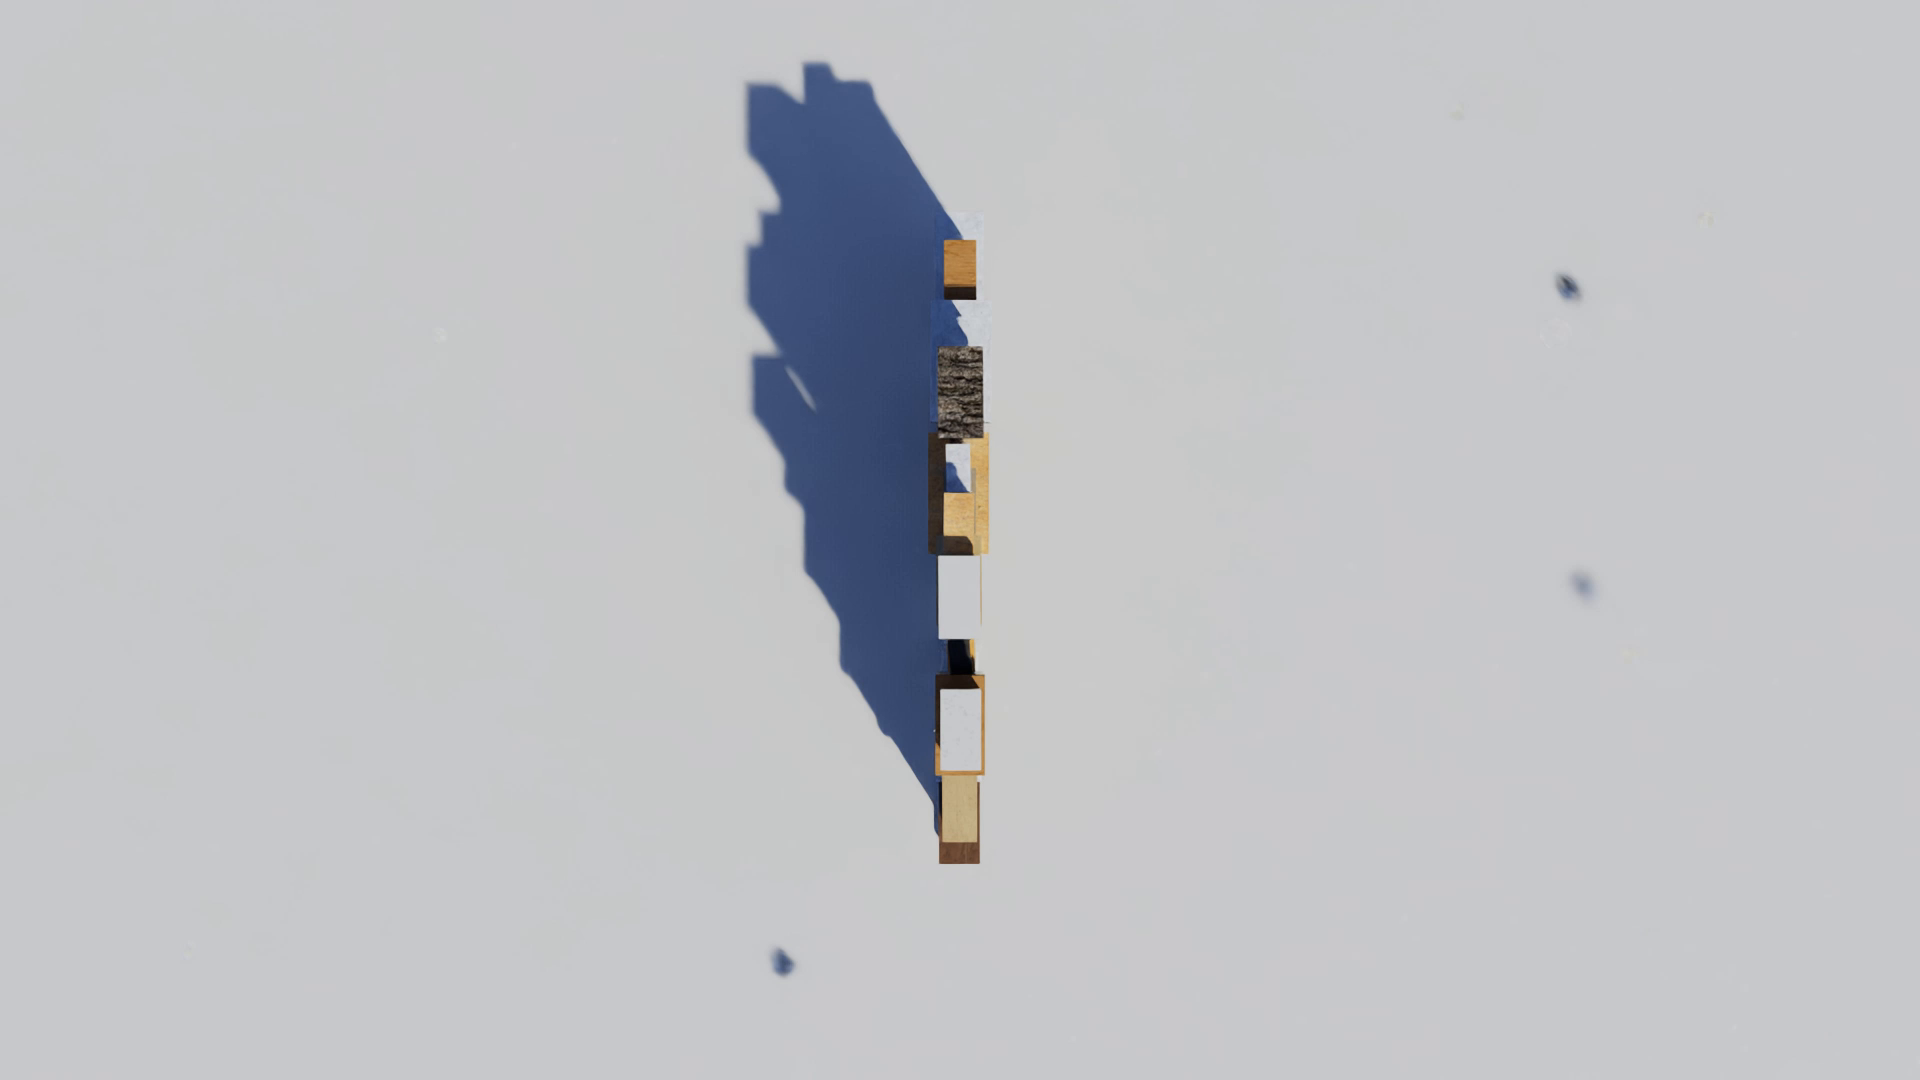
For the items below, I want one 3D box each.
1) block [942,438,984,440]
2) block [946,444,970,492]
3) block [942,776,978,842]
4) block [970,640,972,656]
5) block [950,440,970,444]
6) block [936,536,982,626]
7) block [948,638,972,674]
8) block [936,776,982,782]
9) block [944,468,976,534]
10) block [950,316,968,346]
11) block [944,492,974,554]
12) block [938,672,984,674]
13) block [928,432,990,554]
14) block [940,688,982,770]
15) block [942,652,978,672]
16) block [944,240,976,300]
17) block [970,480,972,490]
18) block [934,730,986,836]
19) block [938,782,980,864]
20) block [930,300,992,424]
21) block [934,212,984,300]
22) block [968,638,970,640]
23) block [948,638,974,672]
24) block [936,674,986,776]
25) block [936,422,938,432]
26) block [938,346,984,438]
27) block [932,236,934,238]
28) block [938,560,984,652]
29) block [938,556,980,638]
[{"bbox_3d":[0.006,-0.301,4.463,0.117,0.357,0.033,0,90,1],"label":"block"},{"bbox_3d":[-0.005,-0.192,4.425,0.065,0.018,0.131,-1,90,0],"label":"block"},{"bbox_3d":[-0.001,0.746,4.615,0.097,0.028,0.194,0,90,0],"label":"block"},{"bbox_3d":[0.001,0.302,4.790,0.063,0.018,0.127,-3,90,0],"label":"block"},{"bbox_3d":[0.001,-0.261,4.650,0.057,0.016,0.114,3,90,1],"label":"block"},{"bbox_3d":[-0.003,0.110,4.508,0.123,0.035,0.247,0,90,0],"label":"block"},{"bbox_3d":[0.000,0.322,4.651,0.061,0.017,0.122,-7,90,0],"label":"block"},{"bbox_3d":[-0.003,0.574,4.842,0.134,0.038,0.268,0,90,0],"label":"block"},{"bbox_3d":[-0.001,-0.109,4.578,0.091,0.026,0.182,0,90,0],"label":"block"},{"bbox_3d":[-0.002,-0.550,4.419,0.047,0.013,0.095,0,90,0],"label":"block"},{"bbox_3d":[-0.002,-0.043,4.321,0.079,0.022,0.158,1,90,0],"label":"block"},{"bbox_3d":[0.001,0.416,4.769,0.136,0.438,0.039,0,90,0],"label":"block"},{"bbox_3d":[-0.004,-0.135,4.797,0.176,0.050,0.352,0,90,0],"label":"block"},{"bbox_3d":[0.002,0.492,4.287,0.105,0.030,0.210,0,90,0],"label":"block"},{"bbox_3d":[-0.001,0.473,5.246,0.119,0.034,0.238,0,90,0],"label":"block"},{"bbox_3d":[0.001,-0.744,4.599,0.090,0.026,0.181,0,90,0],"label":"block"},{"bbox_3d":[-0.002,-0.149,4.500,0.065,0.131,0.018,0,90,0],"label":"block"},{"bbox_3d":[-0.001,0.759,5.152,0.162,0.046,0.325,0,90,0],"label":"block"},{"bbox_3d":[-0.002,0.833,4.871,0.121,0.034,0.241,0,90,0],"label":"block"},{"bbox_3d":[0.003,-0.491,4.543,0.167,0.047,0.334,0,90,0],"label":"block"},{"bbox_3d":[-0.002,-0.811,4.814,0.143,0.040,0.285,0,90,0],"label":"block"},{"bbox_3d":[-0.005,0.284,4.720,0.061,0.121,0.017,-3,88,0],"label":"block"},{"bbox_3d":[0.004,0.351,5.000,0.082,0.023,0.165,0,90,0],"label":"block"},{"bbox_3d":[0.000,0.507,4.531,0.136,0.039,0.273,0,90,0],"label":"block"},{"bbox_3d":[-0.001,-0.254,5.194,0.143,0.040,0.285,0,90,0],"label":"block"},{"bbox_3d":[0.002,-0.381,4.268,0.117,0.033,0.235,0,90,0],"label":"block"},{"bbox_3d":[-0.007,-0.907,5.063,0.143,0.458,0.040,1,90,0],"label":"block"},{"bbox_3d":[0.002,0.207,5.196,0.142,0.040,0.284,0,90,0],"label":"block"},{"bbox_3d":[-0.001,0.147,4.261,0.107,0.030,0.214,0,90,0],"label":"block"}]
